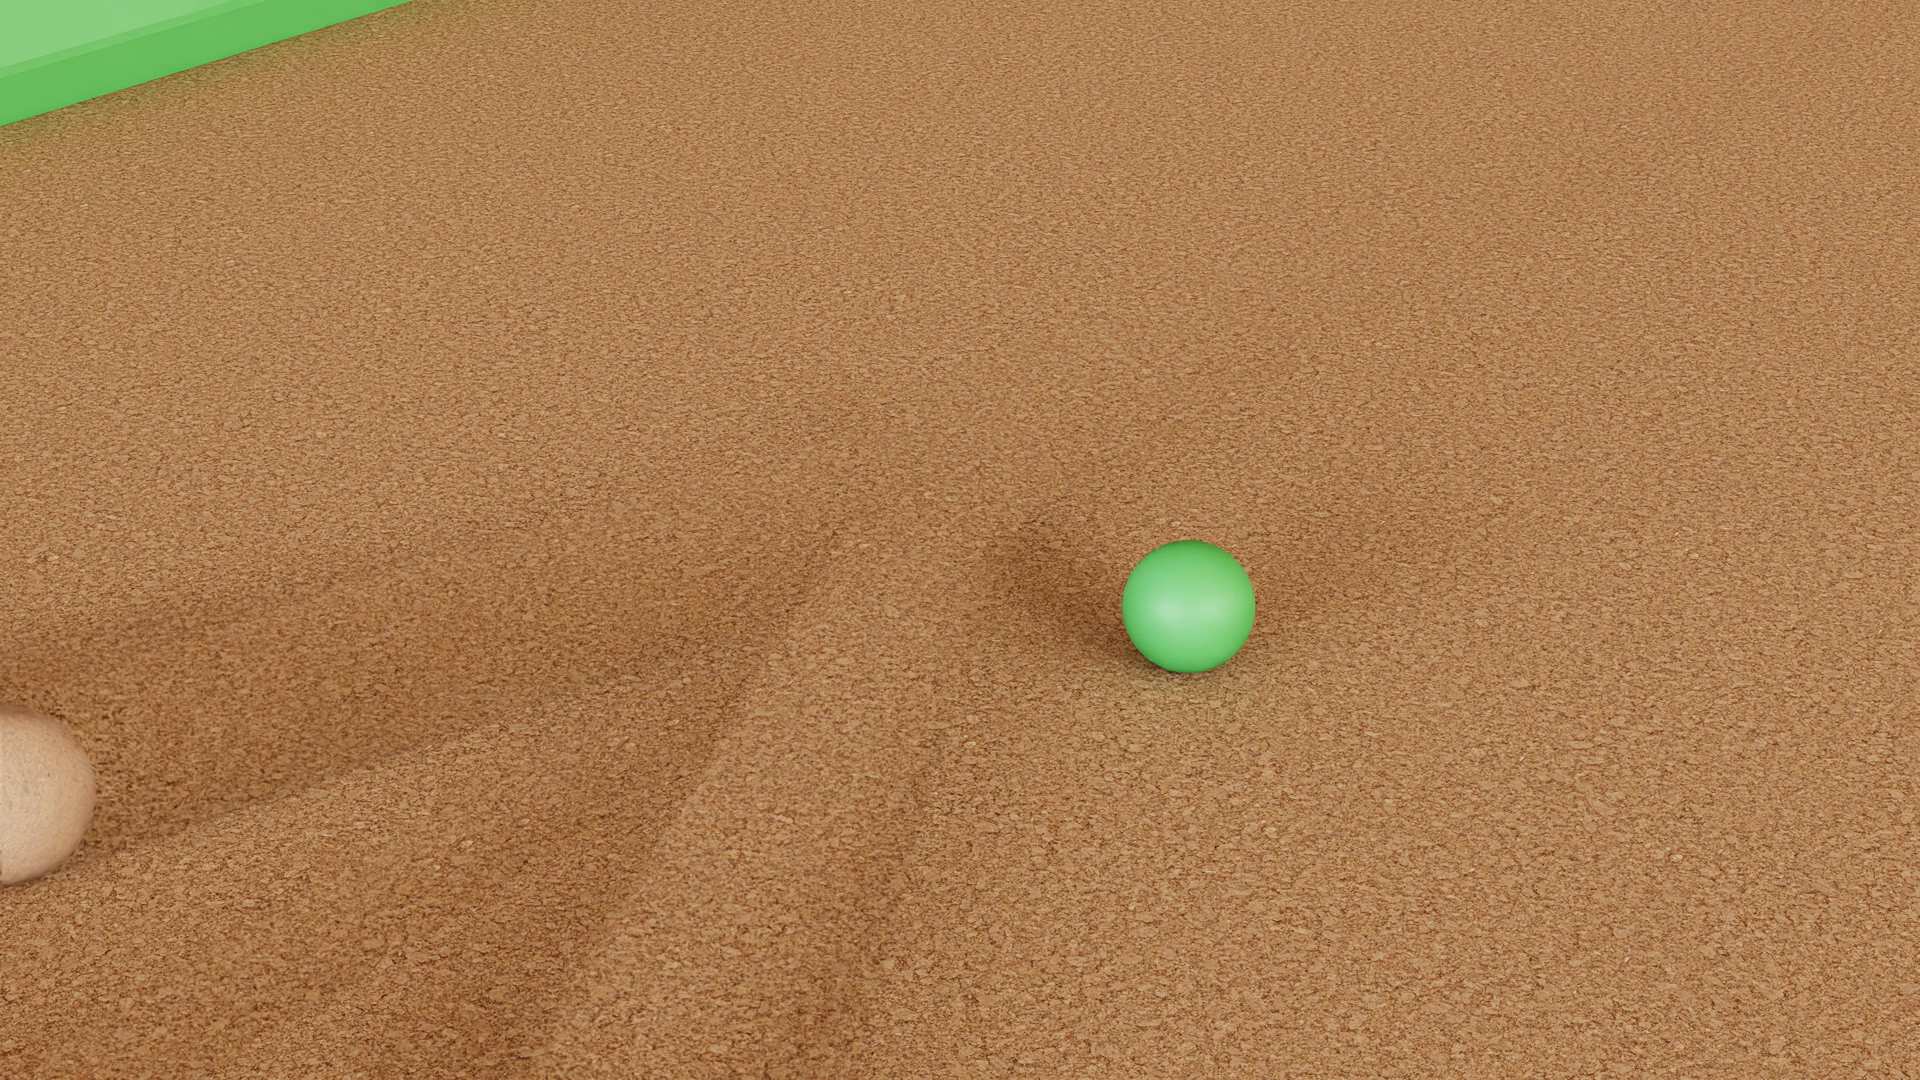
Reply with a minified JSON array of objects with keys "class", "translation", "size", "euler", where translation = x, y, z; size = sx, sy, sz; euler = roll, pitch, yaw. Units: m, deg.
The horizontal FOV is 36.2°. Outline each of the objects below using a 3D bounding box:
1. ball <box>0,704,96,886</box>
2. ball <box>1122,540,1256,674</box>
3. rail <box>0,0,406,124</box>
[{"class":"ball","translation":[-0.472,0.126,1.450],"size":[0.089,0.089,0.089],"euler":[0,27,0]},{"class":"ball","translation":[0.128,0.037,1.642],"size":[0.074,0.074,0.074],"euler":[0,27,0]},{"class":"rail","translation":[-0.263,-0.712,3.078],"size":[0.045,0.120,4.218],"euler":[19,32,33]}]
